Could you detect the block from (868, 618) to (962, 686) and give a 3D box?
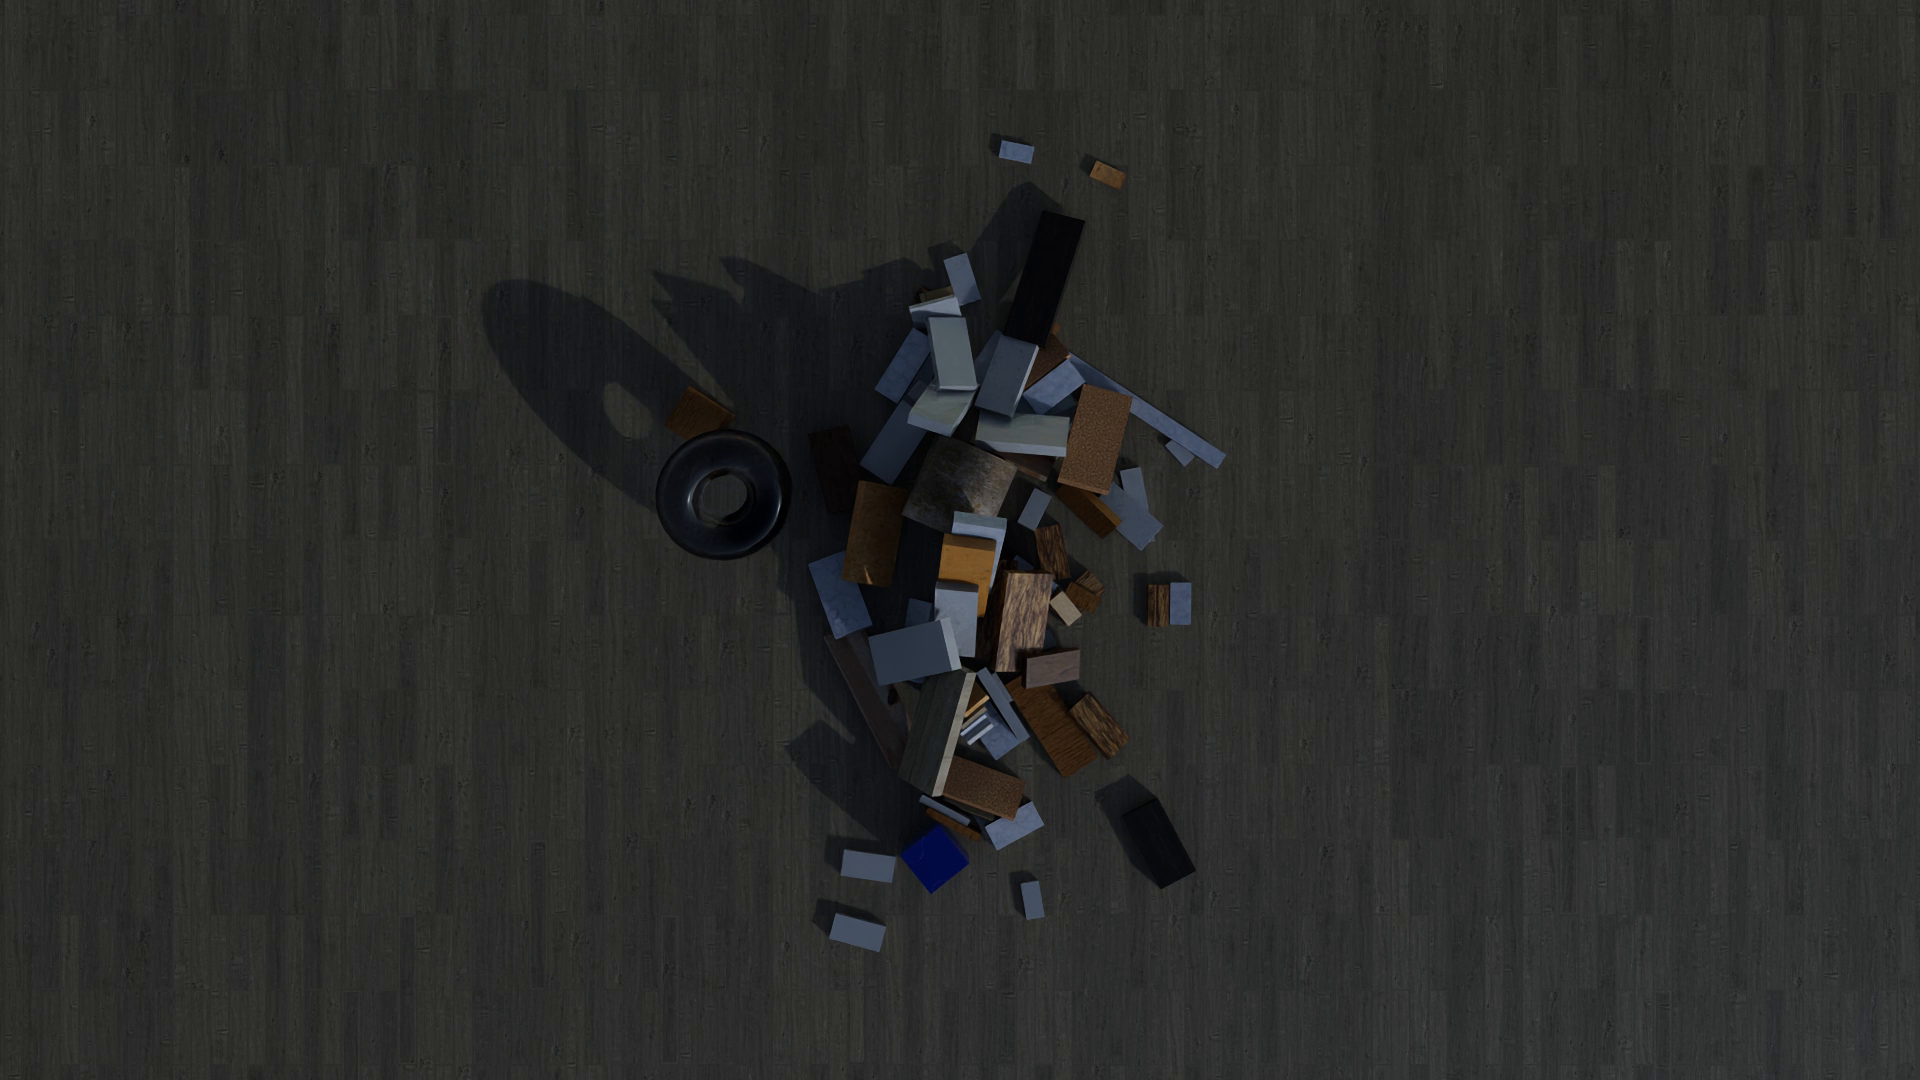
[{"bbox_3d":[-0.149,0.364,5.337,0.331,0.047,0.166,-16,86,41],"label":"block"}]

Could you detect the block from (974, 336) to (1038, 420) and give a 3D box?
[{"bbox_3d":[0.153,-0.536,5.418,0.128,0.036,0.256,18,81,17],"label":"block"}]

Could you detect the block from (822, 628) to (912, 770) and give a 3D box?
[{"bbox_3d":[-0.281,0.513,5.481,0.136,0.039,0.499,-27,90,0],"label":"block"}]

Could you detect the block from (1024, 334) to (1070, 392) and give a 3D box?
[{"bbox_3d":[0.260,-0.586,5.441,0.191,0.027,0.095,-37,72,1],"label":"block"}]

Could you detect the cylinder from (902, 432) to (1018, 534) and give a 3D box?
[{"bbox_3d":[-0.002,-0.158,5.356,0.289,0.289,0.289,23,90,0],"label":"cylinder"}]

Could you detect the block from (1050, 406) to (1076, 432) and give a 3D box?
[{"bbox_3d":[0.325,-0.446,5.489,0.351,0.023,0.081,40,90,0],"label":"block"}]

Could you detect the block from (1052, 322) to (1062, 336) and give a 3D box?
[{"bbox_3d":[0.283,-0.677,5.475,0.055,0.016,0.110,33,91,1],"label":"block"}]

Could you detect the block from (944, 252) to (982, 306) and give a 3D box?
[{"bbox_3d":[0.008,-0.866,5.489,0.081,0.023,0.161,-18,90,0],"label":"block"}]

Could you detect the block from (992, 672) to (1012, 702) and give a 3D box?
[{"bbox_3d":[0.140,0.486,5.473,0.016,0.055,0.110,-32,90,0],"label":"block"}]

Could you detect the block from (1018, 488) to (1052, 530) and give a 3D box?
[{"bbox_3d":[0.247,-0.101,5.476,0.065,0.018,0.130,27,77,-1],"label":"block"}]

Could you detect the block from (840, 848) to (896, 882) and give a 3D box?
[{"bbox_3d":[-0.305,1.083,5.488,0.173,0.024,0.086,8,90,0],"label":"block"}]

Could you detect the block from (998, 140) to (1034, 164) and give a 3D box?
[{"bbox_3d":[0.188,-1.292,5.492,0.110,0.016,0.055,11,90,0],"label":"block"}]

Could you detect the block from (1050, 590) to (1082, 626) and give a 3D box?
[{"bbox_3d":[0.345,0.223,5.442,0.059,0.017,0.117,-40,115,0],"label":"block"}]

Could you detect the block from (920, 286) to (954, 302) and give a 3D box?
[{"bbox_3d":[-0.075,-0.803,5.476,0.112,0.016,0.056,-15,90,0],"label":"block"}]

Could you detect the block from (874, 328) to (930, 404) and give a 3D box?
[{"bbox_3d":[-0.180,-0.576,5.461,0.091,0.026,0.241,32,91,4],"label":"block"}]

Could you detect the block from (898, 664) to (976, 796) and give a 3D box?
[{"bbox_3d":[-0.076,0.602,5.362,0.166,0.047,0.428,24,103,40],"label":"block"}]

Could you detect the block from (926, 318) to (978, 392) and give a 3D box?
[{"bbox_3d":[-0.028,-0.610,5.419,0.128,0.036,0.256,-2,68,-19],"label":"block"}]

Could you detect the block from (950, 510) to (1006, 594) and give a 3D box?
[{"bbox_3d":[0.041,0.044,5.238,0.165,0.330,0.047,8,49,-3],"label":"block"}]

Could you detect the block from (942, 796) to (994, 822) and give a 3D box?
[{"bbox_3d":[0.039,0.858,5.470,0.178,0.025,0.089,21,67,0],"label":"block"}]

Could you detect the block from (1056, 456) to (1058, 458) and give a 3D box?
[{"bbox_3d":[0.292,-0.335,5.479,0.130,0.018,0.065,43,105,-3],"label":"block"}]

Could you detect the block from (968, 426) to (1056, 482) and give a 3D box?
[{"bbox_3d":[0.174,-0.297,5.444,0.281,0.029,0.104,25,59,1],"label":"block"}]

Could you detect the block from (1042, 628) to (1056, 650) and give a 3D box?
[{"bbox_3d":[0.255,0.345,5.492,0.117,0.017,0.059,-23,90,0],"label":"block"}]

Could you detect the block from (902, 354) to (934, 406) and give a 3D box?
[{"bbox_3d":[-0.140,-0.539,5.487,0.091,0.026,0.183,15,90,0],"label":"block"}]

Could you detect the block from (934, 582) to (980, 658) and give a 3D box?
[{"bbox_3d":[-0.013,0.257,5.308,0.136,0.039,0.273,5,128,4],"label":"block"}]

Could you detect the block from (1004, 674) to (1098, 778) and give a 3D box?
[{"bbox_3d":[0.304,0.601,5.481,0.135,0.038,0.368,-32,90,0],"label":"block"}]

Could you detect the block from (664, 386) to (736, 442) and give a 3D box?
[{"bbox_3d":[-0.855,-0.395,5.423,0.154,0.154,0.154,33,90,0],"label":"block"}]

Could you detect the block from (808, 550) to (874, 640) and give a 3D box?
[{"bbox_3d":[-0.395,0.181,5.459,0.132,0.037,0.265,-21,80,0],"label":"block"}]

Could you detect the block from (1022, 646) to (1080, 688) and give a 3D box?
[{"bbox_3d":[0.299,0.420,5.424,0.208,0.029,0.104,-7,107,-29],"label":"block"}]

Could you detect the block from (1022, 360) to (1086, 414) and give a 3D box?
[{"bbox_3d":[0.308,-0.500,5.429,0.191,0.027,0.095,-38,91,2],"label":"block"}]

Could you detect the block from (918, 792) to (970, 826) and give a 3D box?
[{"bbox_3d":[-0.050,0.888,5.455,0.178,0.089,0.025,28,90,0],"label":"block"}]

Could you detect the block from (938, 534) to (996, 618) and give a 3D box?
[{"bbox_3d":[0.015,0.115,5.248,0.165,0.334,0.047,8,49,0],"label":"block"}]

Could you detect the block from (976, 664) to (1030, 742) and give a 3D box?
[{"bbox_3d":[0.140,0.537,5.433,0.038,0.135,0.269,-32,90,0],"label":"block"}]

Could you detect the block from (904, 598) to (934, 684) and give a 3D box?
[{"bbox_3d":[-0.139,0.331,5.435,0.037,0.132,0.265,10,90,-35],"label":"block"}]

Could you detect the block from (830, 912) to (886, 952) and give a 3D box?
[{"bbox_3d":[-0.340,1.304,5.488,0.173,0.024,0.086,15,90,0],"label":"block"}]

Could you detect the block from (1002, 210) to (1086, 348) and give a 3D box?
[{"bbox_3d":[0.280,-0.861,5.446,0.148,0.042,0.438,17,85,12],"label":"block"}]

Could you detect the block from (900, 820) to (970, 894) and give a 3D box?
[{"bbox_3d":[-0.082,1.035,5.421,0.159,0.159,0.159,-39,90,0],"label":"block"}]

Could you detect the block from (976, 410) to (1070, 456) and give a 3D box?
[{"bbox_3d":[0.204,-0.348,5.380,0.295,0.042,0.148,5,46,5],"label":"block"}]

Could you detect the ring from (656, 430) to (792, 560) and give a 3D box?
[{"bbox_3d":[-0.765,-0.144,5.361,0.448,0.149,0.448,-7,114,-16],"label":"ring"}]

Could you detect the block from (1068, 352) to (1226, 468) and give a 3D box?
[{"bbox_3d":[0.552,-0.468,5.483,0.757,0.016,0.056,33,90,1],"label":"block"}]
